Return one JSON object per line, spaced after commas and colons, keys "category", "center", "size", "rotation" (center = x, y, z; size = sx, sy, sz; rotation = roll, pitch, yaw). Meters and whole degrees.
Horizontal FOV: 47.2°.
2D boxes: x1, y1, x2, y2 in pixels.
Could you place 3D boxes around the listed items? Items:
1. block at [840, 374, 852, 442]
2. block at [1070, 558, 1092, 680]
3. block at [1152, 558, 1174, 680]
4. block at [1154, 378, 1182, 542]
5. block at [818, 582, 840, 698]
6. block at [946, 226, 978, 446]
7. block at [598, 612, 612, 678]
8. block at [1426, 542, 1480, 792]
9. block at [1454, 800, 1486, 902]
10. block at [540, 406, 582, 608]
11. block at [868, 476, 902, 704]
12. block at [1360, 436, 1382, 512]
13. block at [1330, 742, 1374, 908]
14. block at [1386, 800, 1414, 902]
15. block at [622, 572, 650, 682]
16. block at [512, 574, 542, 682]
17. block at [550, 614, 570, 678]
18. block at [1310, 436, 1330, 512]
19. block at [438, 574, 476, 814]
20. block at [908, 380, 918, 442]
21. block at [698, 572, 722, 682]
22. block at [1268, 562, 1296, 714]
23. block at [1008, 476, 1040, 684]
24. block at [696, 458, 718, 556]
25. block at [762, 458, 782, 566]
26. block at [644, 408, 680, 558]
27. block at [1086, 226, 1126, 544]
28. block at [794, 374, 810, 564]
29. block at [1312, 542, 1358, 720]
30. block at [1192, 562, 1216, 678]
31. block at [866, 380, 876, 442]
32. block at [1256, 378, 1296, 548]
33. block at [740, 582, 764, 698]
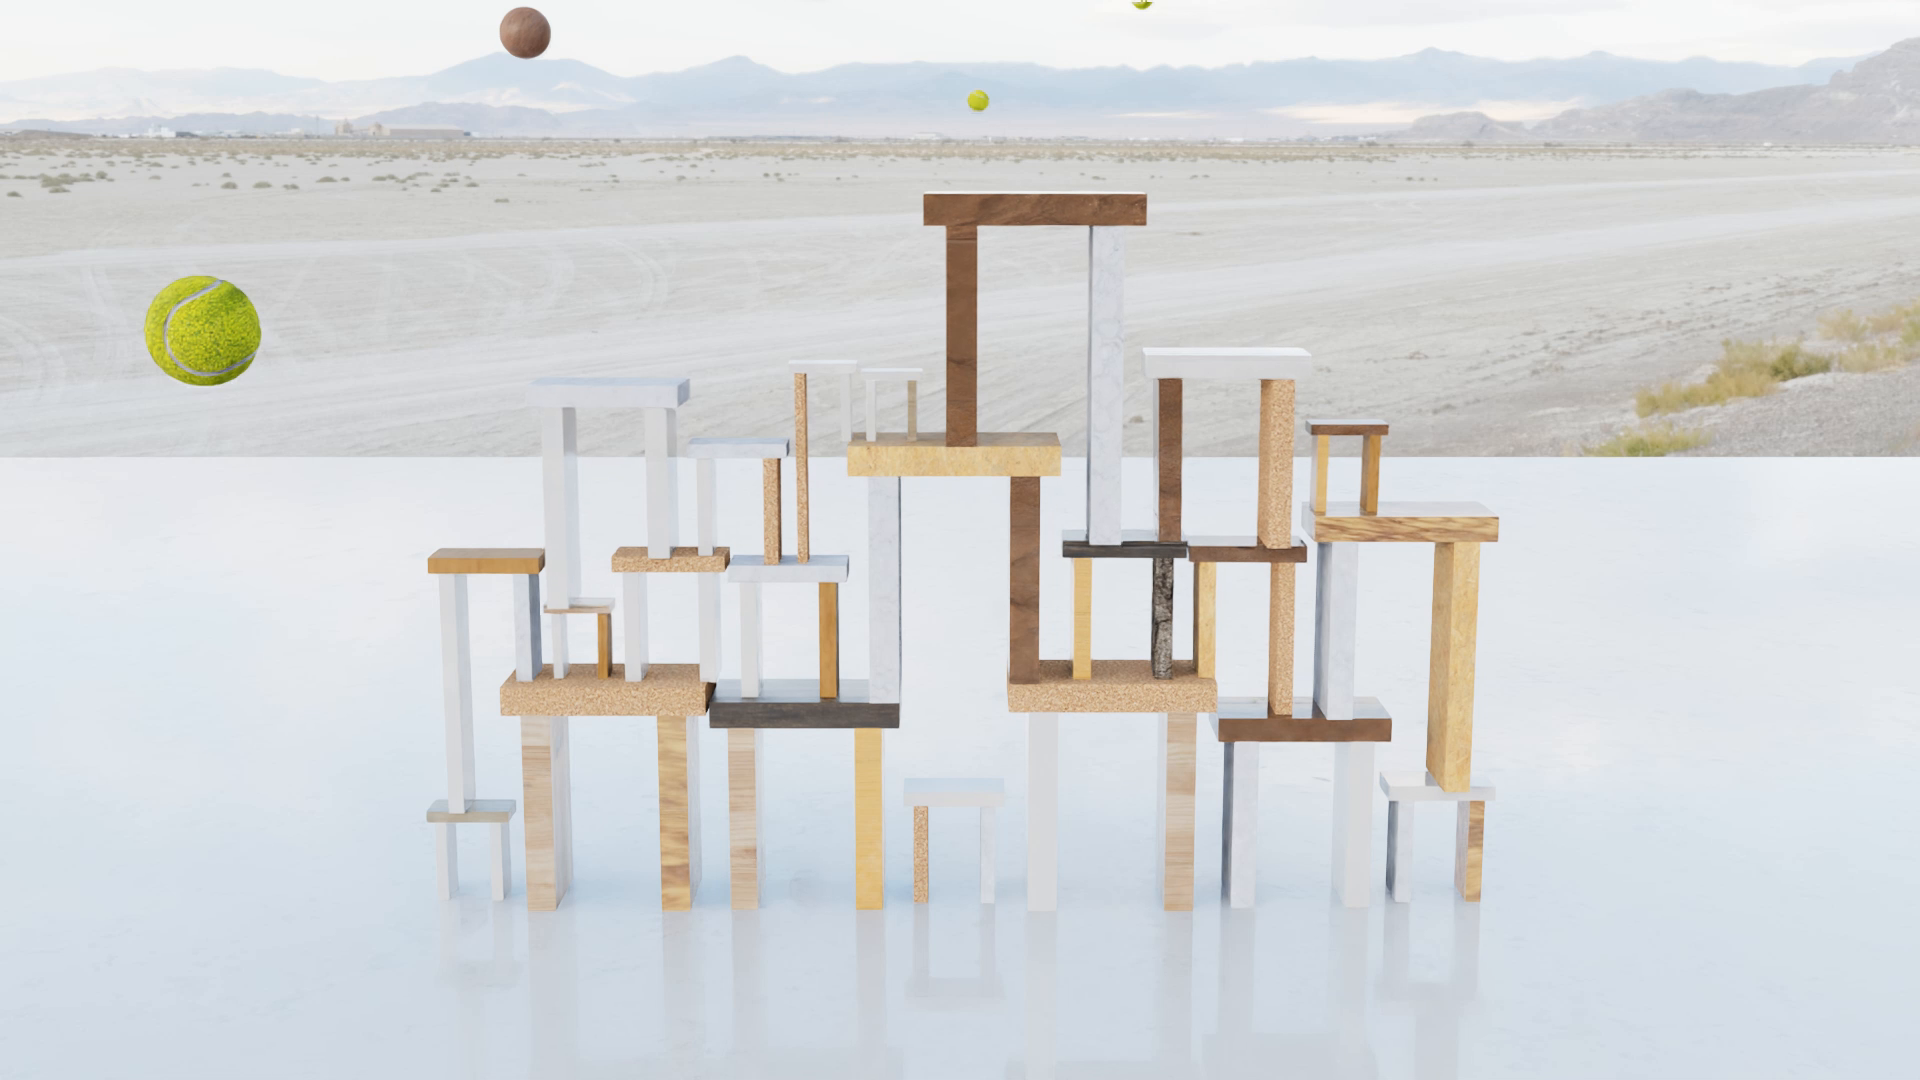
{"category": "block", "center": [-0.182, -0.216, 3.523], "size": [0.015, 0.109, 0.054], "rotation": [-1, 10, 0]}
{"category": "block", "center": [0.196, 0.118, 3.579], "size": [0.028, 0.199, 0.099], "rotation": [0, 11, -1]}
{"category": "block", "center": [0.329, 0.118, 3.576], "size": [0.028, 0.199, 0.099], "rotation": [0, 11, 2]}
{"category": "block", "center": [0.334, -0.137, 3.537], "size": [0.037, 0.259, 0.130], "rotation": [-1, 10, 1]}
{"category": "block", "center": [-0.214, 0.153, 3.590], "size": [0.027, 0.190, 0.095], "rotation": [0, 11, 0]}
{"category": "block", "center": [0.003, -0.330, 3.499], "size": [0.049, 0.343, 0.171], "rotation": [0, 11, 0]}
{"category": "block", "center": [-0.580, 0.168, 3.592], "size": [0.015, 0.107, 0.054], "rotation": [1, 10, 0]}
{"category": "block", "center": [0.805, 0.193, 3.594], "size": [0.041, 0.412, 0.145], "rotation": [0, 11, 0]}
{"category": "block", "center": [0.847, 0.504, 3.656], "size": [0.025, 0.174, 0.087], "rotation": [0, 11, 0]}
{"category": "block", "center": [-0.644, -0.060, 3.555], "size": [0.034, 0.325, 0.121], "rotation": [0, 10, 0]}
{"category": "block", "center": [-0.121, 0.066, 3.573], "size": [0.048, 0.368, 0.168], "rotation": [0, 11, 0]}
{"category": "block", "center": [0.660, -0.111, 3.539], "size": [0.017, 0.123, 0.062], "rotation": [1, 11, 0]}
{"category": "block", "center": [0.650, 0.452, 3.648], "size": [0.040, 0.280, 0.140], "rotation": [0, 11, 0]}
{"category": "block", "center": [0.731, 0.504, 3.656], "size": [0.025, 0.174, 0.087], "rotation": [0, 11, 0]}
{"category": "block", "center": [-0.528, 0.133, 3.582], "size": [0.026, 0.181, 0.090], "rotation": [0, 11, 0]}
{"category": "block", "center": [-0.705, 0.134, 3.585], "size": [0.025, 0.178, 0.089], "rotation": [0, 11, 0]}
{"category": "block", "center": [-0.653, 0.168, 3.592], "size": [0.015, 0.107, 0.054], "rotation": [-1, 10, 0]}
{"category": "block", "center": [0.578, -0.111, 3.539], "size": [0.017, 0.123, 0.062], "rotation": [1, 11, 0]}
{"category": "block", "center": [-0.823, 0.243, 3.605], "size": [0.025, 0.400, 0.089], "rotation": [0, 11, 0]}
{"category": "block", "center": [-0.076, -0.210, 3.519], "size": [0.014, 0.098, 0.049], "rotation": [0, 11, 0]}
{"category": "block", "center": [-0.407, 0.133, 3.582], "size": [0.026, 0.181, 0.090], "rotation": [0, 11, 0]}
{"category": "block", "center": [0.525, 0.151, 3.591], "size": [0.027, 0.252, 0.095], "rotation": [0, 11, 0]}
{"category": "block", "center": [0.103, 0.050, 3.570], "size": [0.048, 0.336, 0.168], "rotation": [0, 11, 0]}
{"category": "block", "center": [-0.408, -0.059, 3.549], "size": [0.022, 0.158, 0.079], "rotation": [0, 11, 0]}
{"category": "block", "center": [-0.303, -0.052, 3.551], "size": [0.022, 0.173, 0.079], "rotation": [0, 11, 0]}
{"category": "block", "center": [-0.479, -0.100, 3.540], "size": [0.034, 0.241, 0.121], "rotation": [0, 11, 0]}
{"category": "block", "center": [0.231, -0.253, 3.512], "size": [0.049, 0.499, 0.171], "rotation": [0, 10, 1]}
{"category": "block", "center": [-0.254, -0.118, 3.541], "size": [0.015, 0.307, 0.054], "rotation": [0, 11, 0]}
{"category": "block", "center": [0.611, 0.133, 3.583], "size": [0.041, 0.291, 0.145], "rotation": [0, 11, 0]}
{"category": "block", "center": [0.398, 0.121, 3.585], "size": [0.027, 0.190, 0.095], "rotation": [-1, 10, 0]}
{"category": "block", "center": [-0.142, -0.210, 3.519], "size": [0.014, 0.098, 0.049], "rotation": [0, 11, 0]}
{"category": "block", "center": [0.508, -0.131, 3.535], "size": [0.037, 0.269, 0.130], "rotation": [0, 11, 0]}
{"category": "block", "center": [-0.340, 0.153, 3.590], "size": [0.027, 0.190, 0.095], "rotation": [0, 11, 0]}
